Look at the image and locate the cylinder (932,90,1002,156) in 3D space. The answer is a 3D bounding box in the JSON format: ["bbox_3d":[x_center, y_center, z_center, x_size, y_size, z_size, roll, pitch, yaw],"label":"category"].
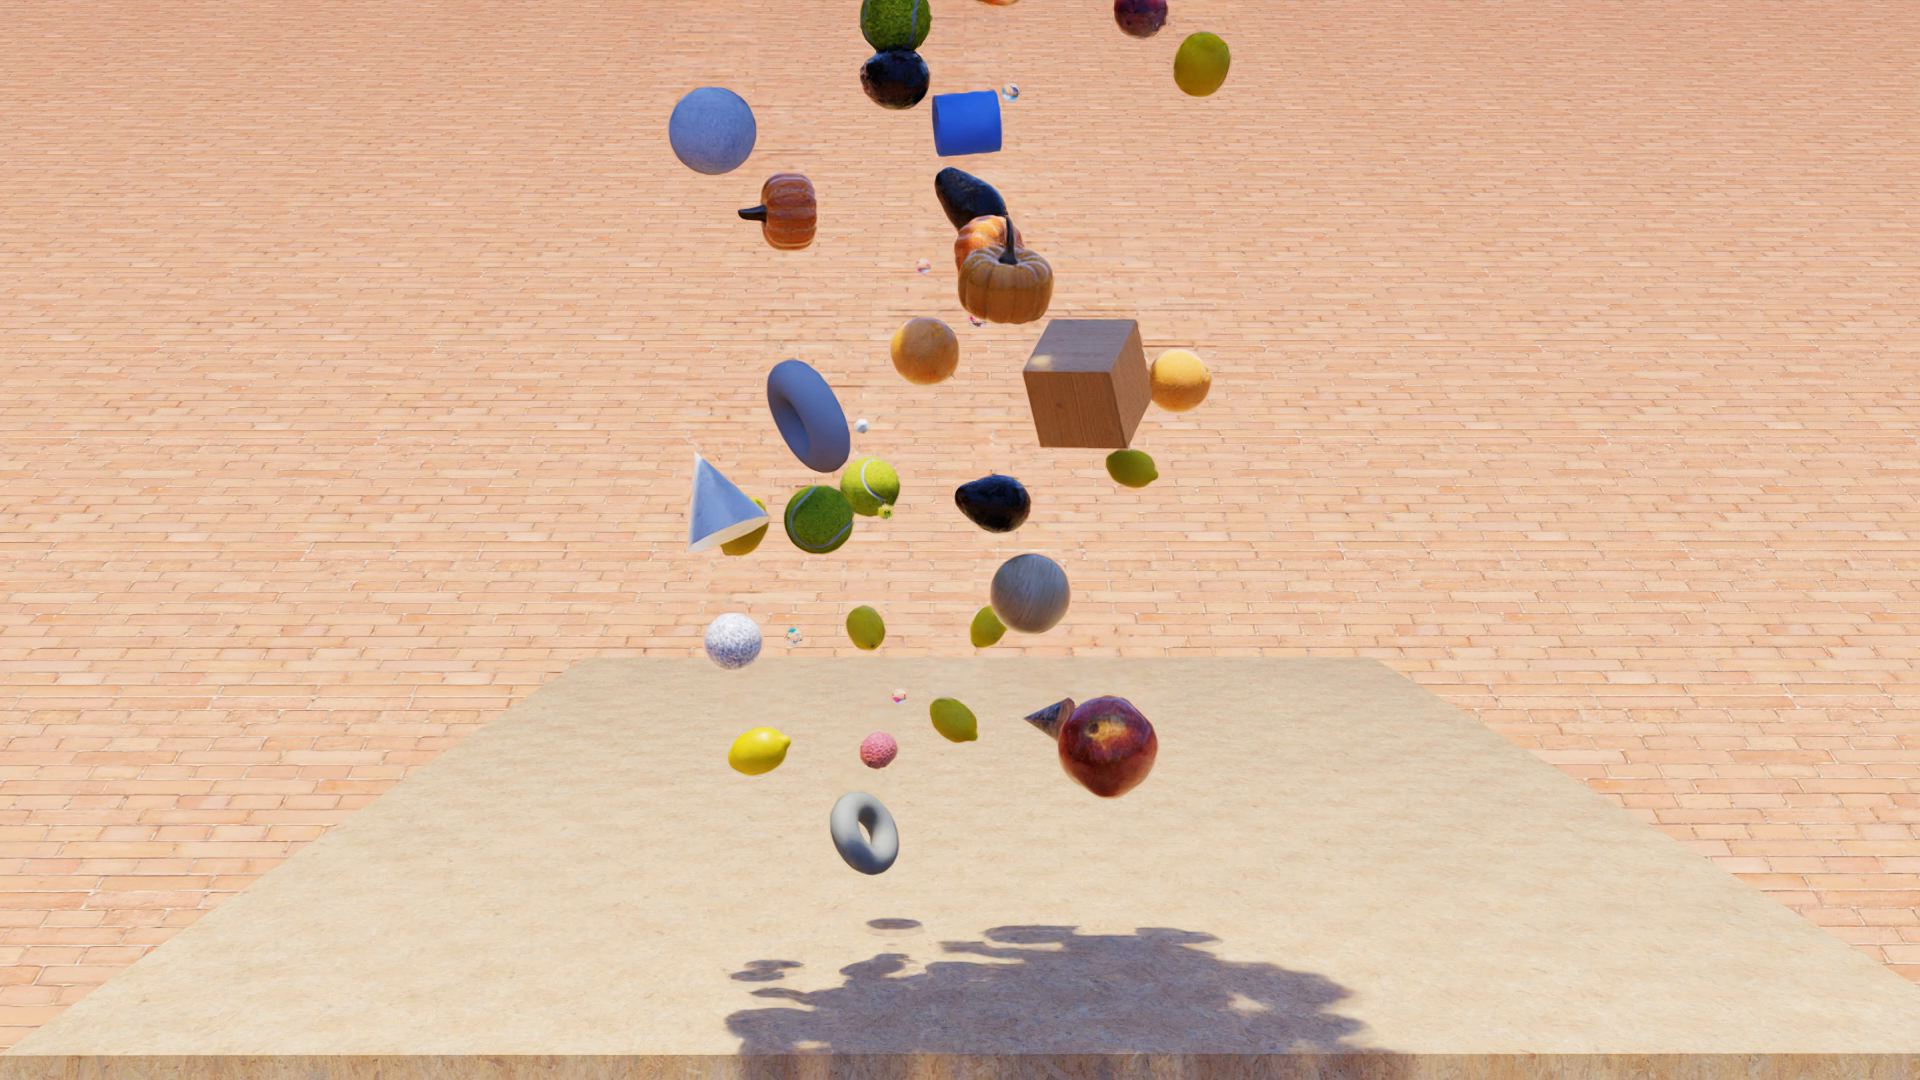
[{"bbox_3d":[0.006,-0.398,2.459,0.059,0.059,0.059,-6,22,-6],"label":"cylinder"}]

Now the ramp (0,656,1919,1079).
[{"bbox_3d":[0.050,0.452,4.532,2.000,0.100,4.000,0,3,0],"label":"ramp"}]

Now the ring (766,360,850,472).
[{"bbox_3d":[-0.144,-0.117,2.432,0.038,0.115,0.115,-29,31,-20],"label":"ring"}]

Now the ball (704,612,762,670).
[{"bbox_3d":[-0.244,0.109,2.762,0.063,0.063,0.063,0,22,0],"label":"ball"}]

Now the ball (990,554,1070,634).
[{"bbox_3d":[0.073,0.056,2.661,0.084,0.084,0.084,0,22,0],"label":"ball"}]

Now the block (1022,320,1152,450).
[{"bbox_3d":[0.129,-0.156,2.572,0.092,0.092,0.092,2,39,23],"label":"block"}]

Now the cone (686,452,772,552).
[{"bbox_3d":[-0.244,-0.047,2.529,0.089,0.089,0.089,-22,-7,-3],"label":"cone"}]

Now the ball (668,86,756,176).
[{"bbox_3d":[-0.232,-0.383,2.409,0.082,0.082,0.082,0,22,0],"label":"ball"}]
